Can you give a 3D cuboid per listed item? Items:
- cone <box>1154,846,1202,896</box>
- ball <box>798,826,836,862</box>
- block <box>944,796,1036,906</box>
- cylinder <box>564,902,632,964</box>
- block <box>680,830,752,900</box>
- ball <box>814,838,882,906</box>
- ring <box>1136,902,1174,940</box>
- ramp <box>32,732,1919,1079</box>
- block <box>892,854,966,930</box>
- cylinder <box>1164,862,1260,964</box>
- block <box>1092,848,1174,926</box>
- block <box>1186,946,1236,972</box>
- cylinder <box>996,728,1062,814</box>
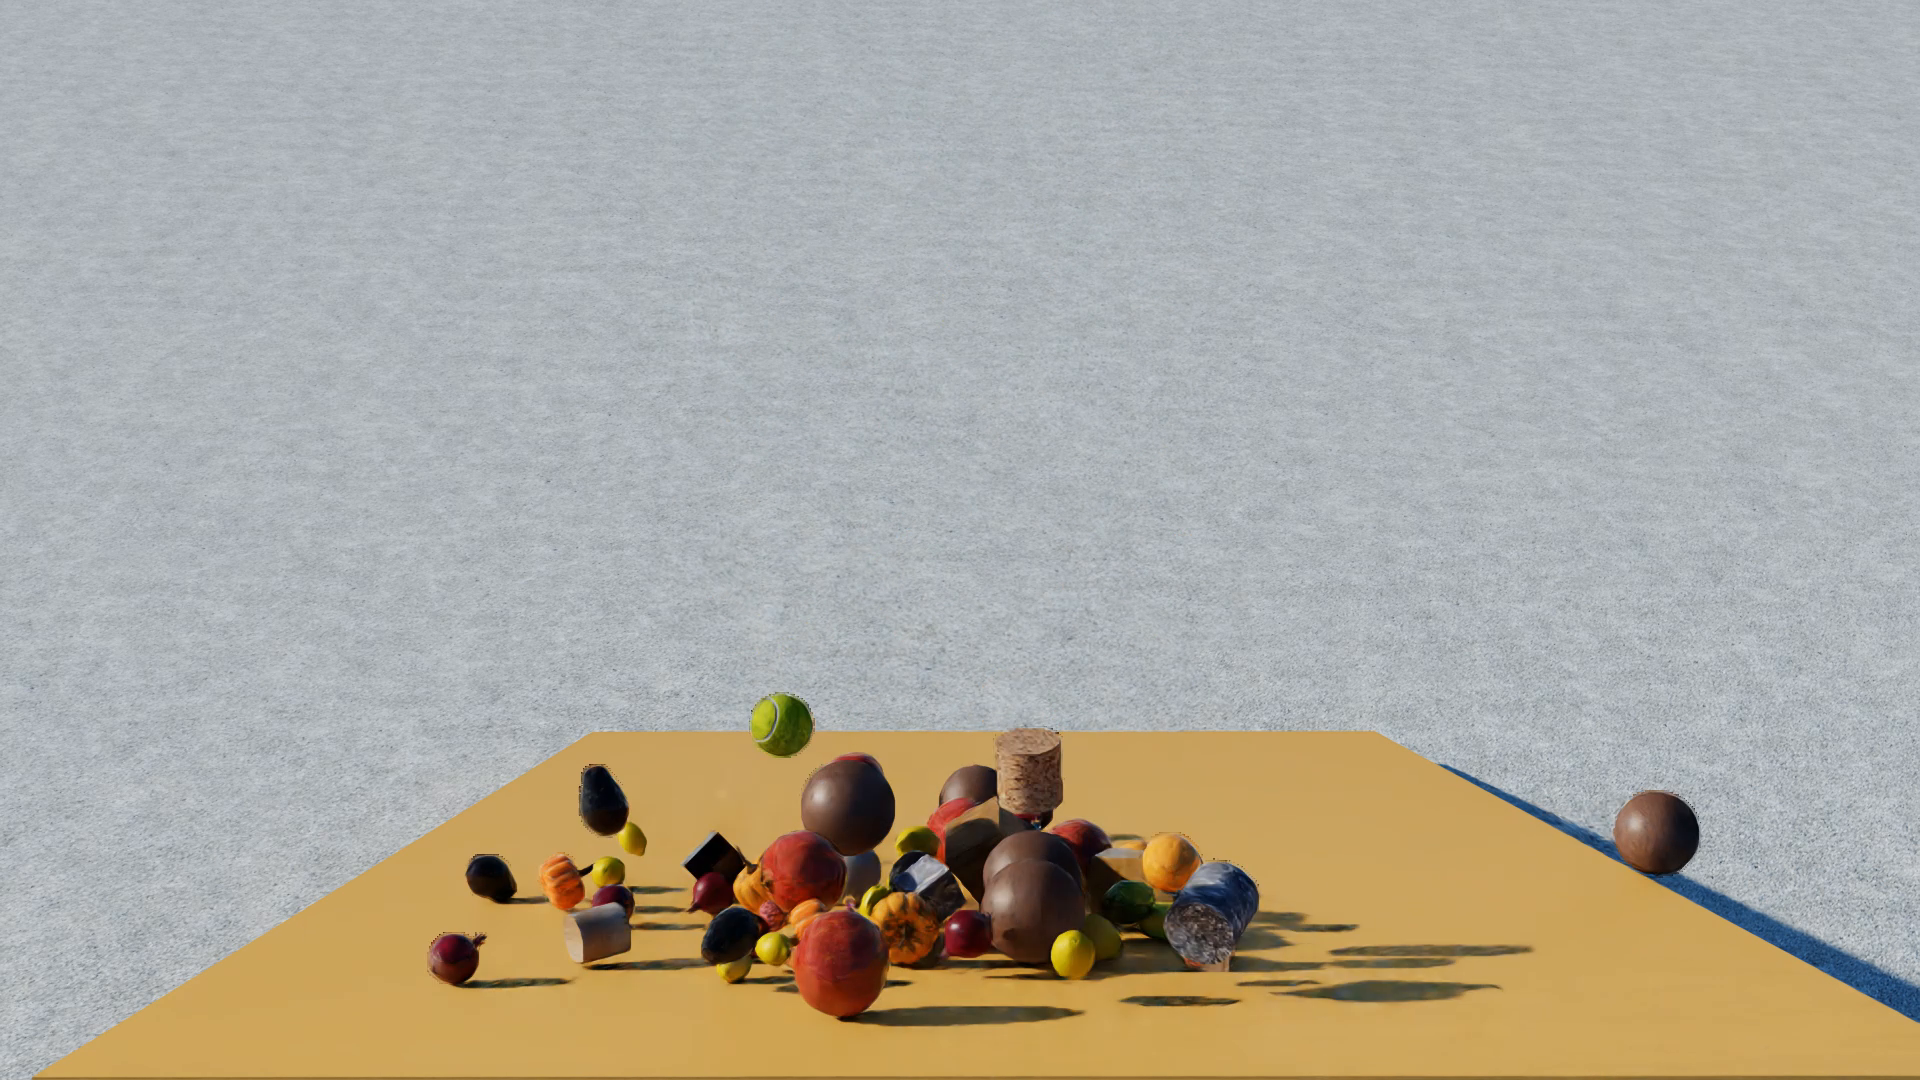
[{"bbox_3d":[0.284,0.431,3.476,0.071,0.071,0.071,-11,56,17],"label":"cone"},{"bbox_3d":[-0.230,0.491,4.165,0.060,0.060,0.060,0,28,0],"label":"ball"},{"bbox_3d":[0.041,0.428,3.564,0.090,0.090,0.090,-31,24,15],"label":"block"},{"bbox_3d":[-0.453,0.491,3.228,0.065,0.065,0.065,-11,30,-29],"label":"cylinder"},{"bbox_3d":[-0.357,0.474,3.770,0.069,0.069,0.069,-46,5,-11],"label":"block"},{"bbox_3d":[-0.161,0.478,3.721,0.096,0.096,0.096,0,28,0],"label":"ball"},{"bbox_3d":[0.298,0.509,3.443,0.127,0.042,0.127,2,-1,0],"label":"ring"},{"bbox_3d":[0.063,0.565,4.604,2.000,0.100,4.000,0,1,0],"label":"ramp"},{"bbox_3d":[-0.039,0.456,3.353,0.058,0.058,0.058,-36,30,-19],"label":"block"},{"bbox_3d":[0.296,0.438,3.038,0.087,0.087,0.087,13,31,23],"label":"cylinder"},{"bbox_3d":[0.240,0.482,3.586,0.092,0.092,0.092,0,1,19],"label":"block"},{"bbox_3d":[0.312,0.506,3.215,0.054,0.054,0.054,0,1,16],"label":"block"},{"bbox_3d":[0.087,0.292,3.264,0.082,0.082,0.082,-3,20,1],"label":"cylinder"}]
